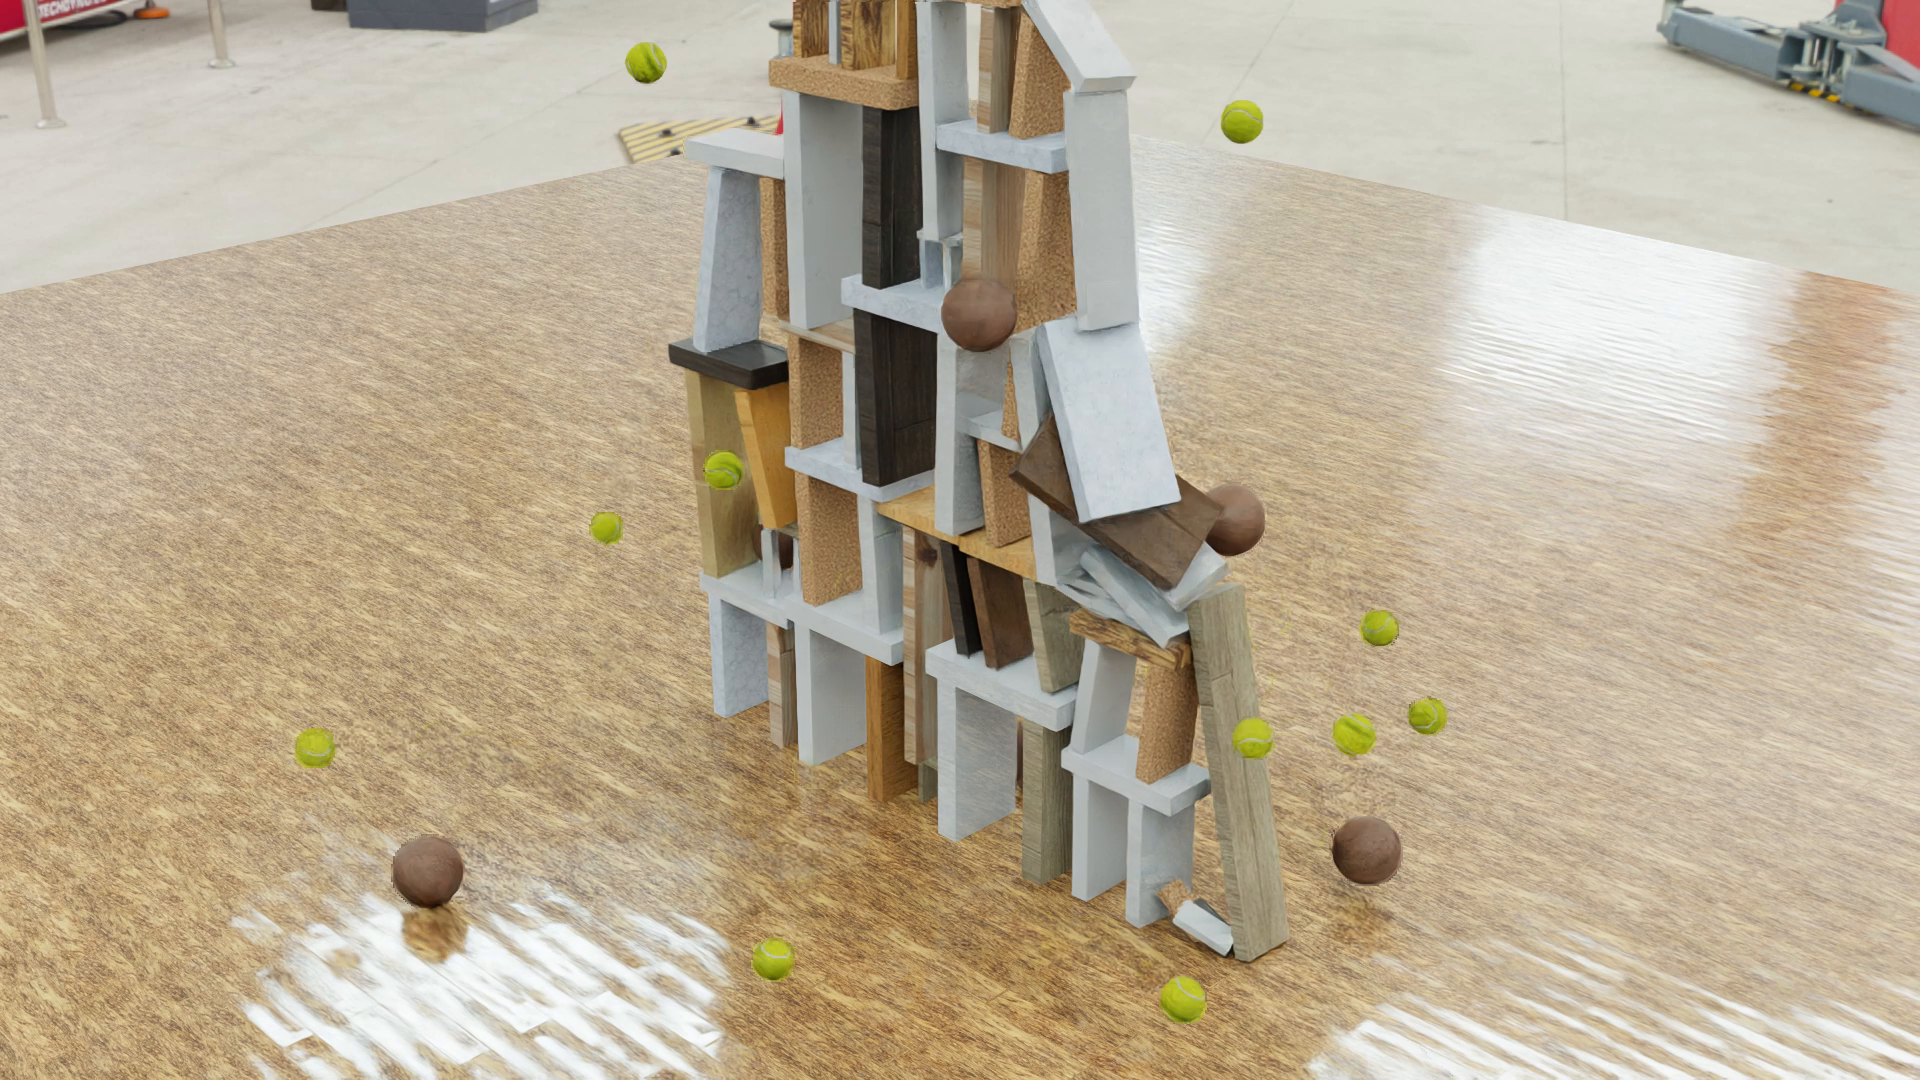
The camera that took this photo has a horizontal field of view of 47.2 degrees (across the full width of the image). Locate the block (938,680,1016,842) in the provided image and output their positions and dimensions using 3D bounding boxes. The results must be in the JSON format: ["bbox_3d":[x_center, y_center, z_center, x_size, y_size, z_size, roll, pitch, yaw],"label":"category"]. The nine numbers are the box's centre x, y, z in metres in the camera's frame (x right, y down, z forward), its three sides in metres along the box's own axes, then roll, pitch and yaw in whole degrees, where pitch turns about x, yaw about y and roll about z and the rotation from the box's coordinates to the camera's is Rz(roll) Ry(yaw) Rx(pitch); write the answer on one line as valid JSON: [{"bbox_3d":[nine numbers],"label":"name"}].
[{"bbox_3d":[0.035,0.409,4.356,0.049,0.345,0.172,21,31,41],"label":"block"}]

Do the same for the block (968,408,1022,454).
[{"bbox_3d":[0.122,-0.192,4.008,0.102,0.029,0.203,-20,30,-40],"label":"block"}]

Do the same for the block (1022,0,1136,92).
[{"bbox_3d":[0.196,-0.827,3.631,0.105,0.030,0.211,-11,59,-31],"label":"block"}]

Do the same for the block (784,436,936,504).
[{"bbox_3d":[-0.201,-0.148,4.381,0.285,0.040,0.143,21,31,40],"label":"block"}]

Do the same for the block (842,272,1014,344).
[{"bbox_3d":[-0.038,-0.443,4.077,0.344,0.049,0.172,21,30,39],"label":"block"}]

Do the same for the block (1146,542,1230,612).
[{"bbox_3d":[0.362,0.016,3.887,0.116,0.033,0.231,-37,50,-5],"label":"block"}]

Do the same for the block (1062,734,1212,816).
[{"bbox_3d":[0.327,0.423,4.047,0.261,0.037,0.130,21,31,40],"label":"block"}]

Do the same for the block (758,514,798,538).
[{"bbox_3d":[-0.343,-0.035,4.579,0.075,0.021,0.150,-20,28,-40],"label":"block"}]

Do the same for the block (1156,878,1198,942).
[{"bbox_3d":[0.417,0.681,4.049,0.056,0.016,0.113,-26,73,-44],"label":"block"}]

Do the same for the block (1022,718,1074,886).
[{"bbox_3d":[0.197,0.472,4.206,0.049,0.345,0.172,21,31,41],"label":"block"}]

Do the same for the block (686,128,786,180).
[{"bbox_3d":[-0.388,-0.756,4.304,0.278,0.039,0.139,18,29,35],"label":"block"}]

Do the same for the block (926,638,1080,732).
[{"bbox_3d":[0.116,0.260,4.204,0.345,0.049,0.172,21,31,41],"label":"block"}]

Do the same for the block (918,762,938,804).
[{"bbox_3d":[-0.064,0.487,4.495,0.013,0.092,0.046,21,31,41],"label":"block"}]

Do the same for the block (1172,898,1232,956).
[{"bbox_3d":[0.445,0.702,3.987,0.112,0.016,0.056,32,39,11],"label":"block"}]

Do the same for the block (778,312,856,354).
[{"bbox_3d":[-0.231,-0.414,4.303,0.238,0.034,0.119,21,31,41],"label":"block"}]

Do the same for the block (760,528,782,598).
[{"bbox_3d":[-0.398,0.038,4.632,0.021,0.150,0.075,2,23,6],"label":"block"}]

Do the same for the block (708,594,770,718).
[{"bbox_3d":[-0.479,0.233,4.841,0.144,0.289,0.041,-21,31,-41],"label":"block"}]

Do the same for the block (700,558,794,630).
[{"bbox_3d":[-0.411,0.108,4.714,0.144,0.041,0.289,-21,31,-41],"label":"block"}]

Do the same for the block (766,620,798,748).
[{"bbox_3d":[-0.342,0.287,4.715,0.144,0.289,0.041,-21,31,-41],"label":"block"}]

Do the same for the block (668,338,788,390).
[{"bbox_3d":[-0.457,-0.374,4.536,0.147,0.042,0.294,-19,27,-37],"label":"block"}]

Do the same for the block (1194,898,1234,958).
[{"bbox_3d":[0.460,0.707,4.014,0.112,0.016,0.056,42,42,22],"label":"block"}]

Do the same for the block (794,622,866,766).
[{"bbox_3d":[-0.268,0.301,4.638,0.161,0.322,0.046,-21,31,-41],"label":"block"}]

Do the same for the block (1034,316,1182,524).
[{"bbox_3d":[0.252,-0.214,3.757,0.171,0.343,0.049,-12,-4,-20],"label":"block"}]

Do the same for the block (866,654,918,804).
[{"bbox_3d":[-0.117,0.361,4.498,0.046,0.322,0.161,21,31,41],"label":"block"}]

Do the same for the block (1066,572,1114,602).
[{"bbox_3d":[0.243,0.072,3.981,0.130,0.018,0.065,21,32,36],"label":"block"}]

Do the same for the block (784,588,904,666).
[{"bbox_3d":[-0.193,0.162,4.496,0.322,0.046,0.161,21,31,41],"label":"block"}]

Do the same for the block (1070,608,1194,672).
[{"bbox_3d":[0.327,0.166,3.946,0.238,0.034,0.119,20,30,38],"label":"block"}]

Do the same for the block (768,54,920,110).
[{"bbox_3d":[-0.179,-0.849,4.047,0.168,0.048,0.337,-20,30,-40],"label":"block"}]

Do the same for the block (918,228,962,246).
[{"bbox_3d":[-0.026,-0.555,4.013,0.096,0.014,0.048,18,30,36],"label":"block"}]

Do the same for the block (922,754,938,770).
[{"bbox_3d":[-0.042,0.447,4.455,0.092,0.013,0.046,21,31,41],"label":"block"}]

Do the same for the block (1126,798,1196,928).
[{"bbox_3d":[0.371,0.577,4.066,0.130,0.261,0.037,-16,28,-33],"label":"block"}]

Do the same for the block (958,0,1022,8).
[{"bbox_3d":[0.032,-0.949,3.777,0.218,0.031,0.109,20,30,38],"label":"block"}]

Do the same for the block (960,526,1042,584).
[{"bbox_3d":[0.113,0.021,4.108,0.108,0.031,0.216,-21,31,-41],"label":"block"}]

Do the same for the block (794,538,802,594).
[{"bbox_3d":[-0.312,0.056,4.587,0.021,0.150,0.075,27,36,36],"label":"block"}]

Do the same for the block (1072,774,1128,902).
[{"bbox_3d":[0.270,0.540,4.154,0.037,0.261,0.131,21,30,41],"label":"block"}]

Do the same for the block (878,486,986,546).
[{"bbox_3d":[-0.042,-0.051,4.248,0.112,0.032,0.225,-21,31,-41],"label":"block"}]

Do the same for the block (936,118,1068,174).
[{"bbox_3d":[0.108,-0.689,3.817,0.142,0.040,0.283,-20,29,-39],"label":"block"}]
